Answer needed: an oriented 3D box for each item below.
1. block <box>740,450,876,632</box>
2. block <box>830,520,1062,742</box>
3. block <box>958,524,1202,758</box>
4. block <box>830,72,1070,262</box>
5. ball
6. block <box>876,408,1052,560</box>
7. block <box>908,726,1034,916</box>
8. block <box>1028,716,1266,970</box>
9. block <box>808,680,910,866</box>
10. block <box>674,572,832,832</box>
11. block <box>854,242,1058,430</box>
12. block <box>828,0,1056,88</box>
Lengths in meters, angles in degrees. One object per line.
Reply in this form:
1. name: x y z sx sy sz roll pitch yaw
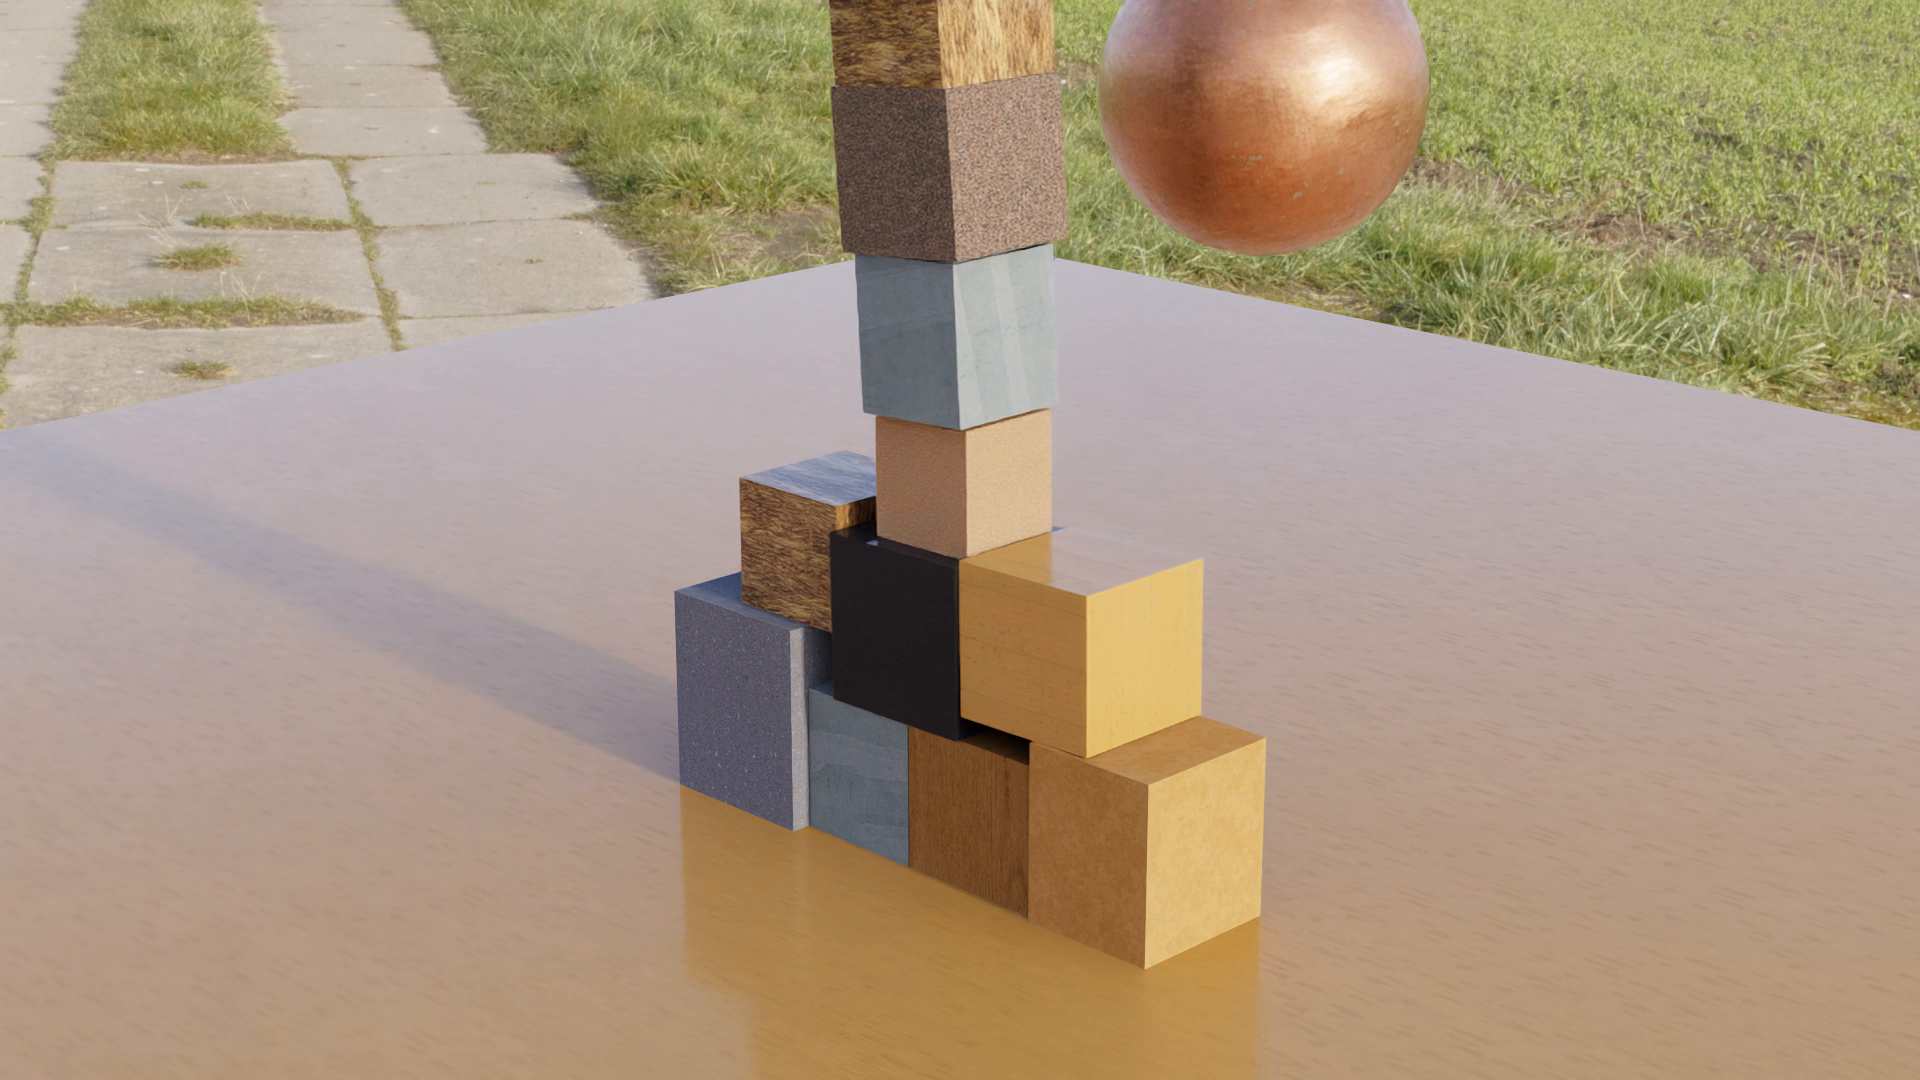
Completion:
1. block: -0.565 0.001 13.942 0.676 0.623 0.674 -17 24 -42
2. block: -0.034 0.350 13.488 0.803 0.809 0.775 16 23 43
3. block: 0.533 0.432 12.936 0.761 0.728 0.751 15 23 43
4. block: -0.042 -1.654 12.847 0.706 0.729 0.711 10 19 44
5. ball: 1.467 -2.178 14.195 1.600 1.600 1.600 0 17 0
6. block: 0.017 -0.303 13.225 0.573 0.593 0.547 16 23 42
7. block: 0.282 1.180 13.391 0.782 0.719 0.678 17 24 42
8. block: 0.819 1.274 12.878 0.773 0.847 0.688 -17 24 -42
9. block: -0.218 1.025 13.911 0.727 0.704 0.672 -17 24 -42
10. block: -0.775 0.722 14.366 0.885 1.008 0.839 -17 24 -42
11. block: -0.011 -0.938 13.008 0.608 0.722 0.631 12 21 43
12. block: -0.087 -2.382 12.676 0.659 0.768 0.704 10 19 44
